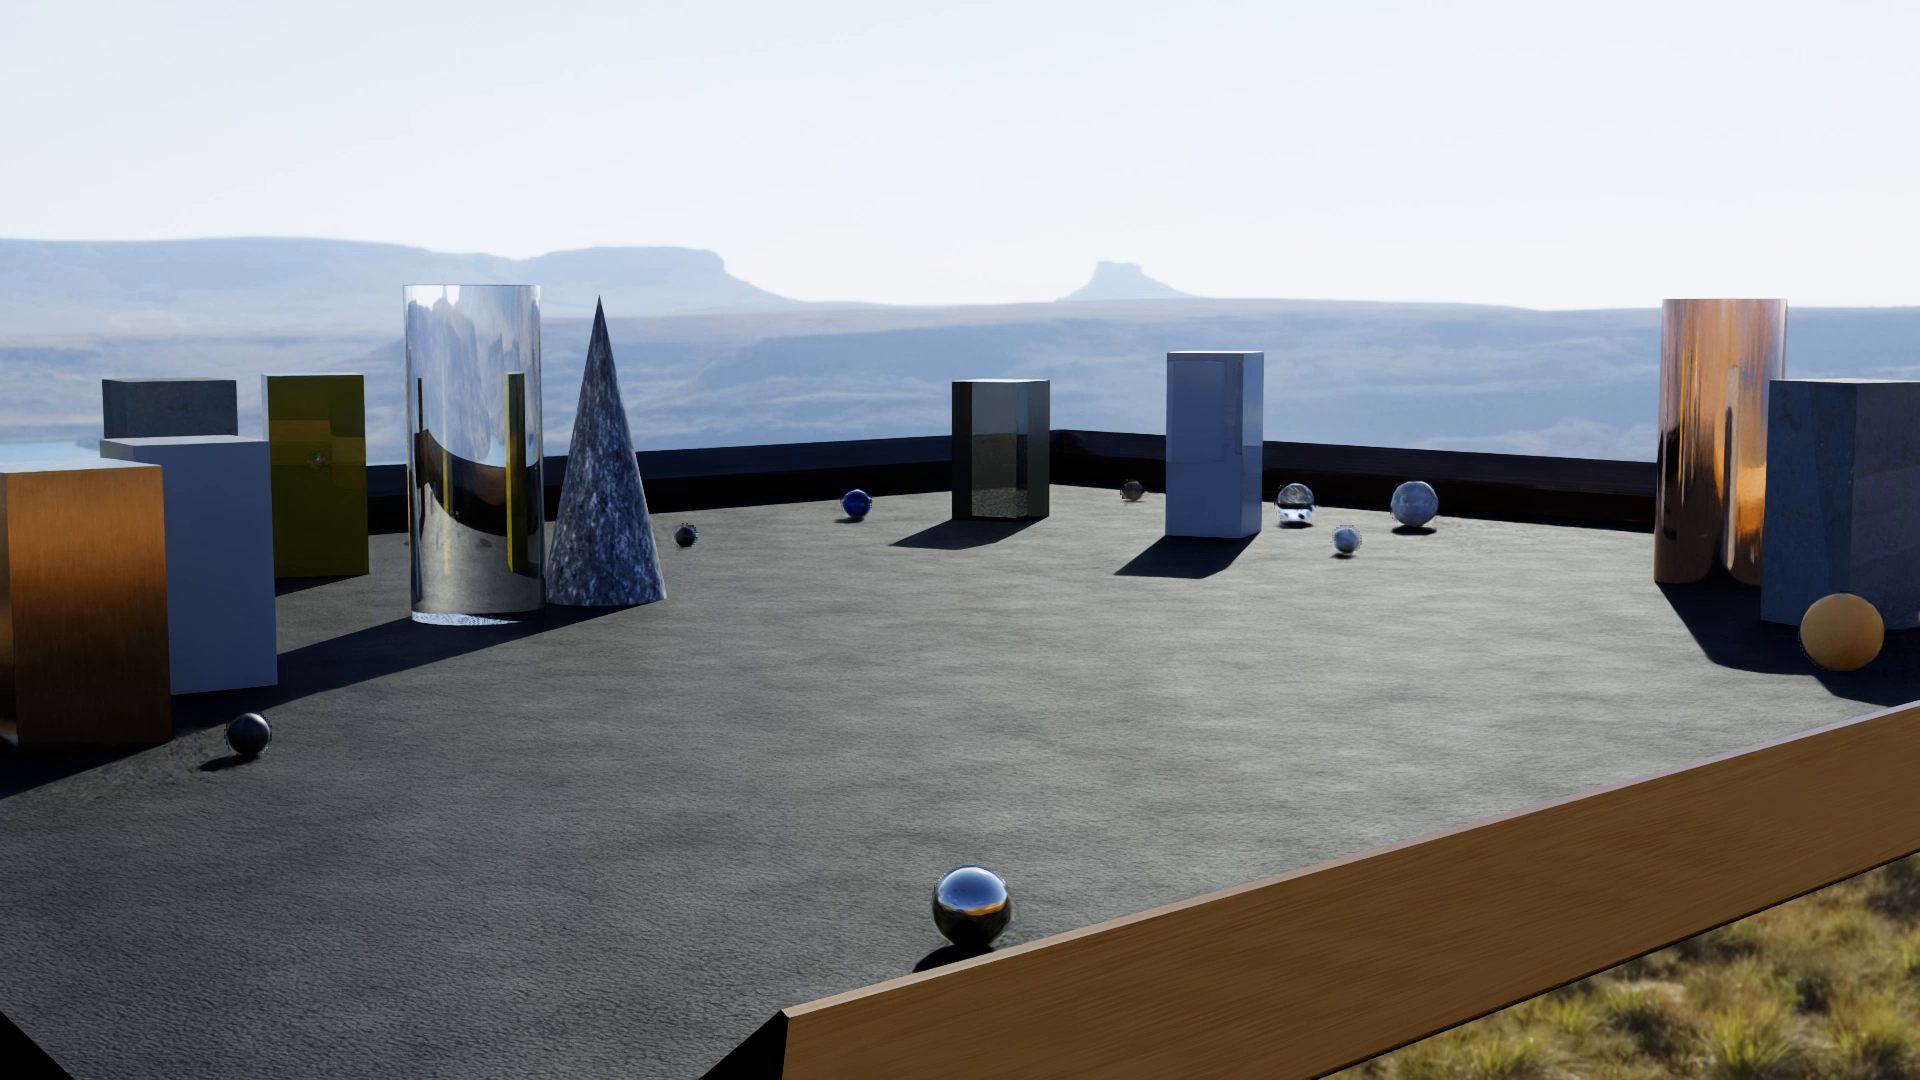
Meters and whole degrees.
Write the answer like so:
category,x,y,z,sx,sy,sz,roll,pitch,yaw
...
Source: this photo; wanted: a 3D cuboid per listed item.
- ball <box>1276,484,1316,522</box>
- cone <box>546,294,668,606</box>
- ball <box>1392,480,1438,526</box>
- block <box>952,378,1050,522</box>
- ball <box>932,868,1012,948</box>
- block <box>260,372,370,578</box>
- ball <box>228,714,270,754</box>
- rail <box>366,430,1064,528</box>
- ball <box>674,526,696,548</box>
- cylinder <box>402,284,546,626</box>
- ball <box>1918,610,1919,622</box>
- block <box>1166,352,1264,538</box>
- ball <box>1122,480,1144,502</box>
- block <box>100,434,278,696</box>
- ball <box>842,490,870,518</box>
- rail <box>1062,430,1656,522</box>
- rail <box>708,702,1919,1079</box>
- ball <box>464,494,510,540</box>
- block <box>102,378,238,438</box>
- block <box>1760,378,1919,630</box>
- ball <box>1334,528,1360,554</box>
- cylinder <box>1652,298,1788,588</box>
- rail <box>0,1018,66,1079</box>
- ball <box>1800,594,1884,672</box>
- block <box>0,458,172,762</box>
category,x,y,z,sx,sy,sz,roll,pitch,yaw
ball,0.704,-0.078,4.609,0.081,0.081,0.081,0,6,0
cone,-0.550,-0.144,3.379,0.193,0.469,0.193,0,6,0
ball,0.932,-0.075,4.510,0.095,0.095,0.095,0,6,0
block,0.087,-0.193,4.690,0.154,0.293,0.154,3,7,29
ball,0.008,0.257,1.538,0.056,0.056,0.056,0,6,0
block,-1.095,-0.114,3.733,0.154,0.335,0.154,-2,6,-21
ball,-0.712,0.195,2.203,0.041,0.041,0.041,0,6,0
rail,-1.114,-0.093,4.532,3.819,0.125,0.045,-6,8,-42
ball,-0.514,-0.006,4.113,0.040,0.040,0.040,0,6,0
cylinder,-0.700,-0.127,3.177,0.193,0.478,0.193,0,6,0
ball,1.314,0.102,2.919,0.076,0.076,0.076,0,6,0
block,0.506,-0.193,4.366,0.154,0.360,0.154,2,6,22
ball,0.403,-0.114,5.111,0.048,0.048,0.048,0,6,0
block,-0.919,0.026,2.618,0.154,0.290,0.154,-4,7,-35
ball,-0.220,-0.077,4.694,0.060,0.060,0.060,0,6,0
rail,1.386,-0.101,4.604,0.045,0.125,3.332,-6,8,-42
rail,1.114,0.159,2.132,3.819,0.125,0.045,-6,8,-42
ball,-0.913,-0.044,4.243,0.089,0.089,0.089,0,6,0
block,-1.161,-0.066,3.242,0.154,0.341,0.154,-4,7,-33
block,1.253,-0.053,3.107,0.154,0.344,0.154,-3,7,-26
ball,0.706,0.001,4.016,0.048,0.048,0.048,0,6,0
cylinder,1.238,-0.162,3.584,0.193,0.461,0.193,0,6,0
rail,-1.386,0.166,2.060,0.045,0.125,3.332,-6,8,-42
ball,1.087,0.114,2.709,0.096,0.096,0.096,0,6,0
block,-0.921,0.066,2.260,0.154,0.286,0.154,-5,8,-42
